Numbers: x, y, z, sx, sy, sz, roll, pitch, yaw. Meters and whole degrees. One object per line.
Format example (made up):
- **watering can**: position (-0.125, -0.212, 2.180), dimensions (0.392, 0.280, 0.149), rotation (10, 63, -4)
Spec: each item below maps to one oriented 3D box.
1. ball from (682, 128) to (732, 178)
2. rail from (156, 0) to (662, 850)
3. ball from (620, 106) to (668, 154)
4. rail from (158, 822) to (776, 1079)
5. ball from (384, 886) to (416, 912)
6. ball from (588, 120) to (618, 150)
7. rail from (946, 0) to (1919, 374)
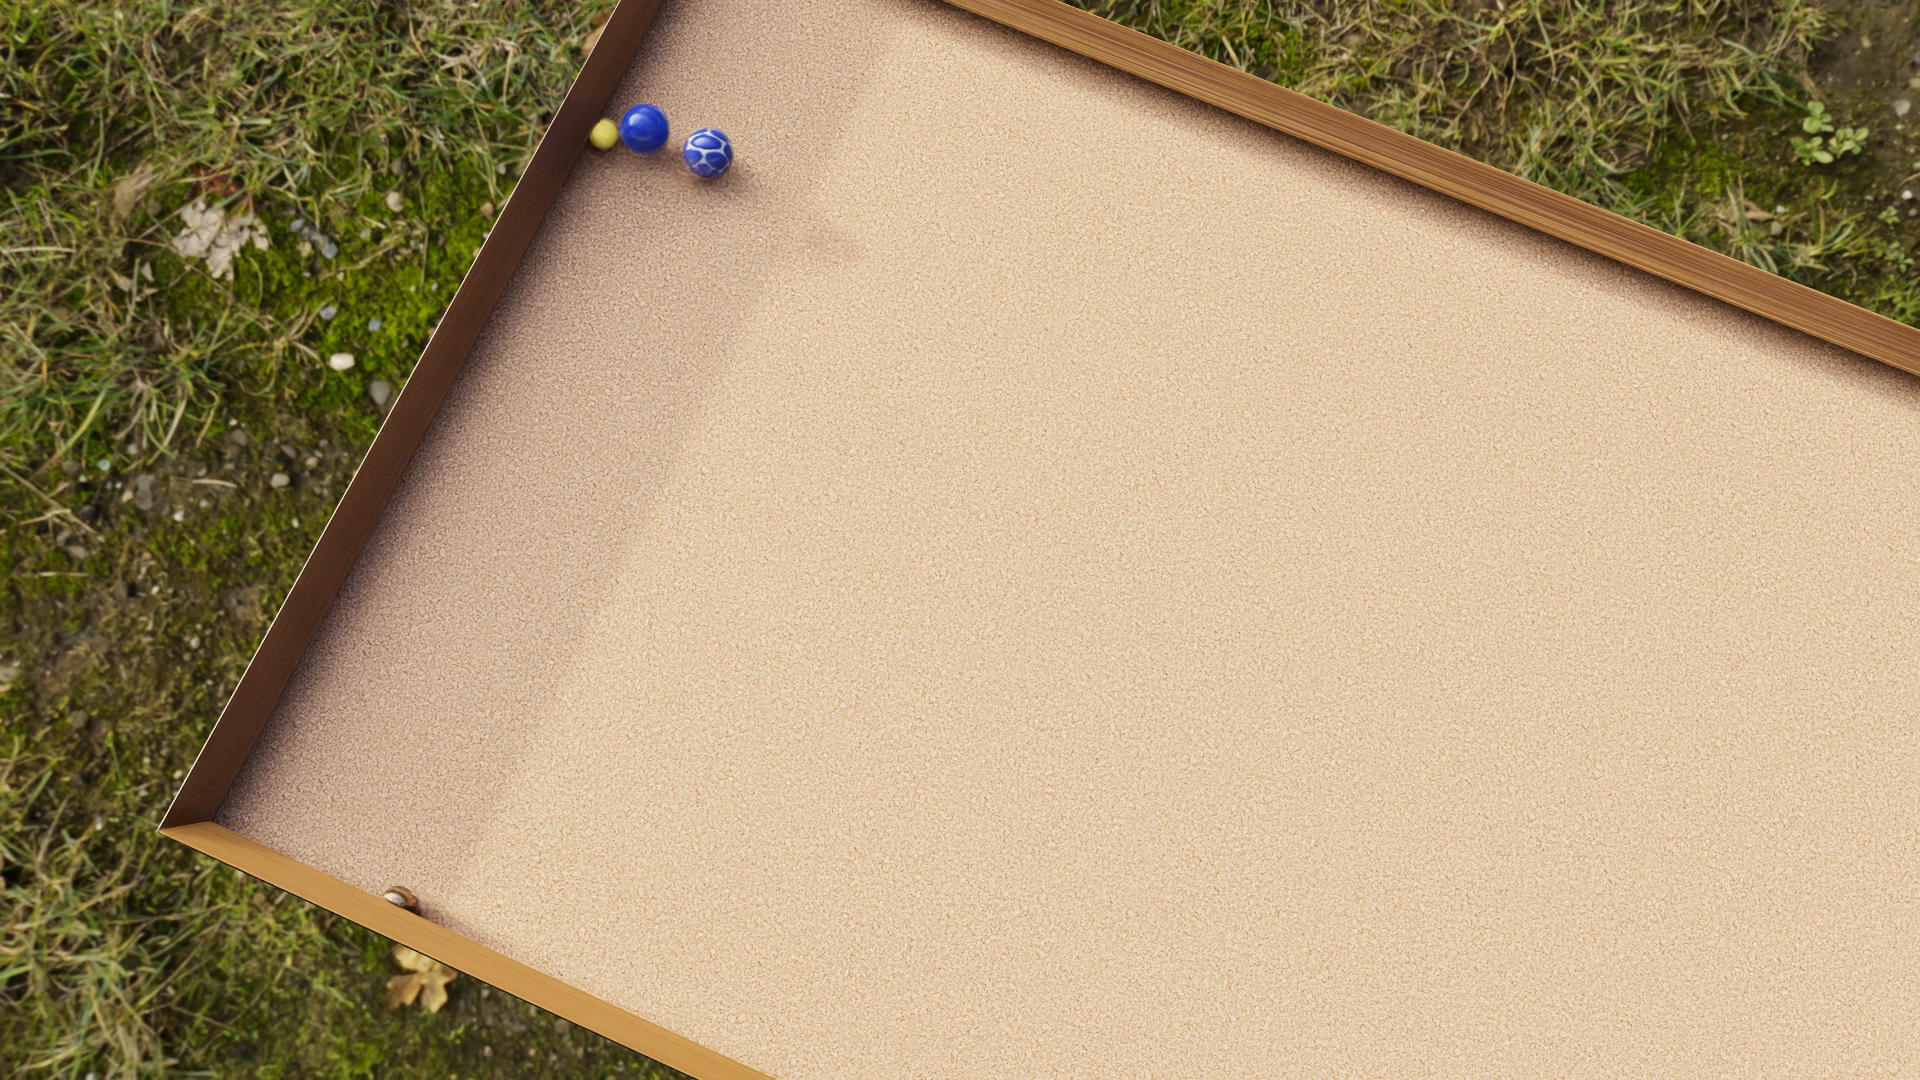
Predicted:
- **ball**: position (-0.414, -0.634, 3.605), dimensions (0.079, 0.079, 0.079), rotation (0, 72, 0)
- **rail**: position (-0.784, -0.335, 3.494), dimensions (0.045, 0.103, 1.797), rotation (23, 73, 7)
- **ball**: position (-0.519, -0.675, 3.618), dimensions (0.079, 0.079, 0.079), rotation (0, 72, 0)
- **rail**: position (0.454, 1.090, 3.028), dimensions (3.520, 0.103, 0.045), rotation (23, 73, 7)
- **ball**: position (-0.826, 0.534, 3.240), dimensions (0.046, 0.046, 0.046), rotation (0, 72, 0)
- **ball**: position (-0.590, -0.669, 3.633), dimensions (0.048, 0.048, 0.048), rotation (0, 72, 0)
- **rail**: position (1.157, -0.432, 3.526), dimensions (3.520, 0.103, 0.045), rotation (23, 73, 7)
